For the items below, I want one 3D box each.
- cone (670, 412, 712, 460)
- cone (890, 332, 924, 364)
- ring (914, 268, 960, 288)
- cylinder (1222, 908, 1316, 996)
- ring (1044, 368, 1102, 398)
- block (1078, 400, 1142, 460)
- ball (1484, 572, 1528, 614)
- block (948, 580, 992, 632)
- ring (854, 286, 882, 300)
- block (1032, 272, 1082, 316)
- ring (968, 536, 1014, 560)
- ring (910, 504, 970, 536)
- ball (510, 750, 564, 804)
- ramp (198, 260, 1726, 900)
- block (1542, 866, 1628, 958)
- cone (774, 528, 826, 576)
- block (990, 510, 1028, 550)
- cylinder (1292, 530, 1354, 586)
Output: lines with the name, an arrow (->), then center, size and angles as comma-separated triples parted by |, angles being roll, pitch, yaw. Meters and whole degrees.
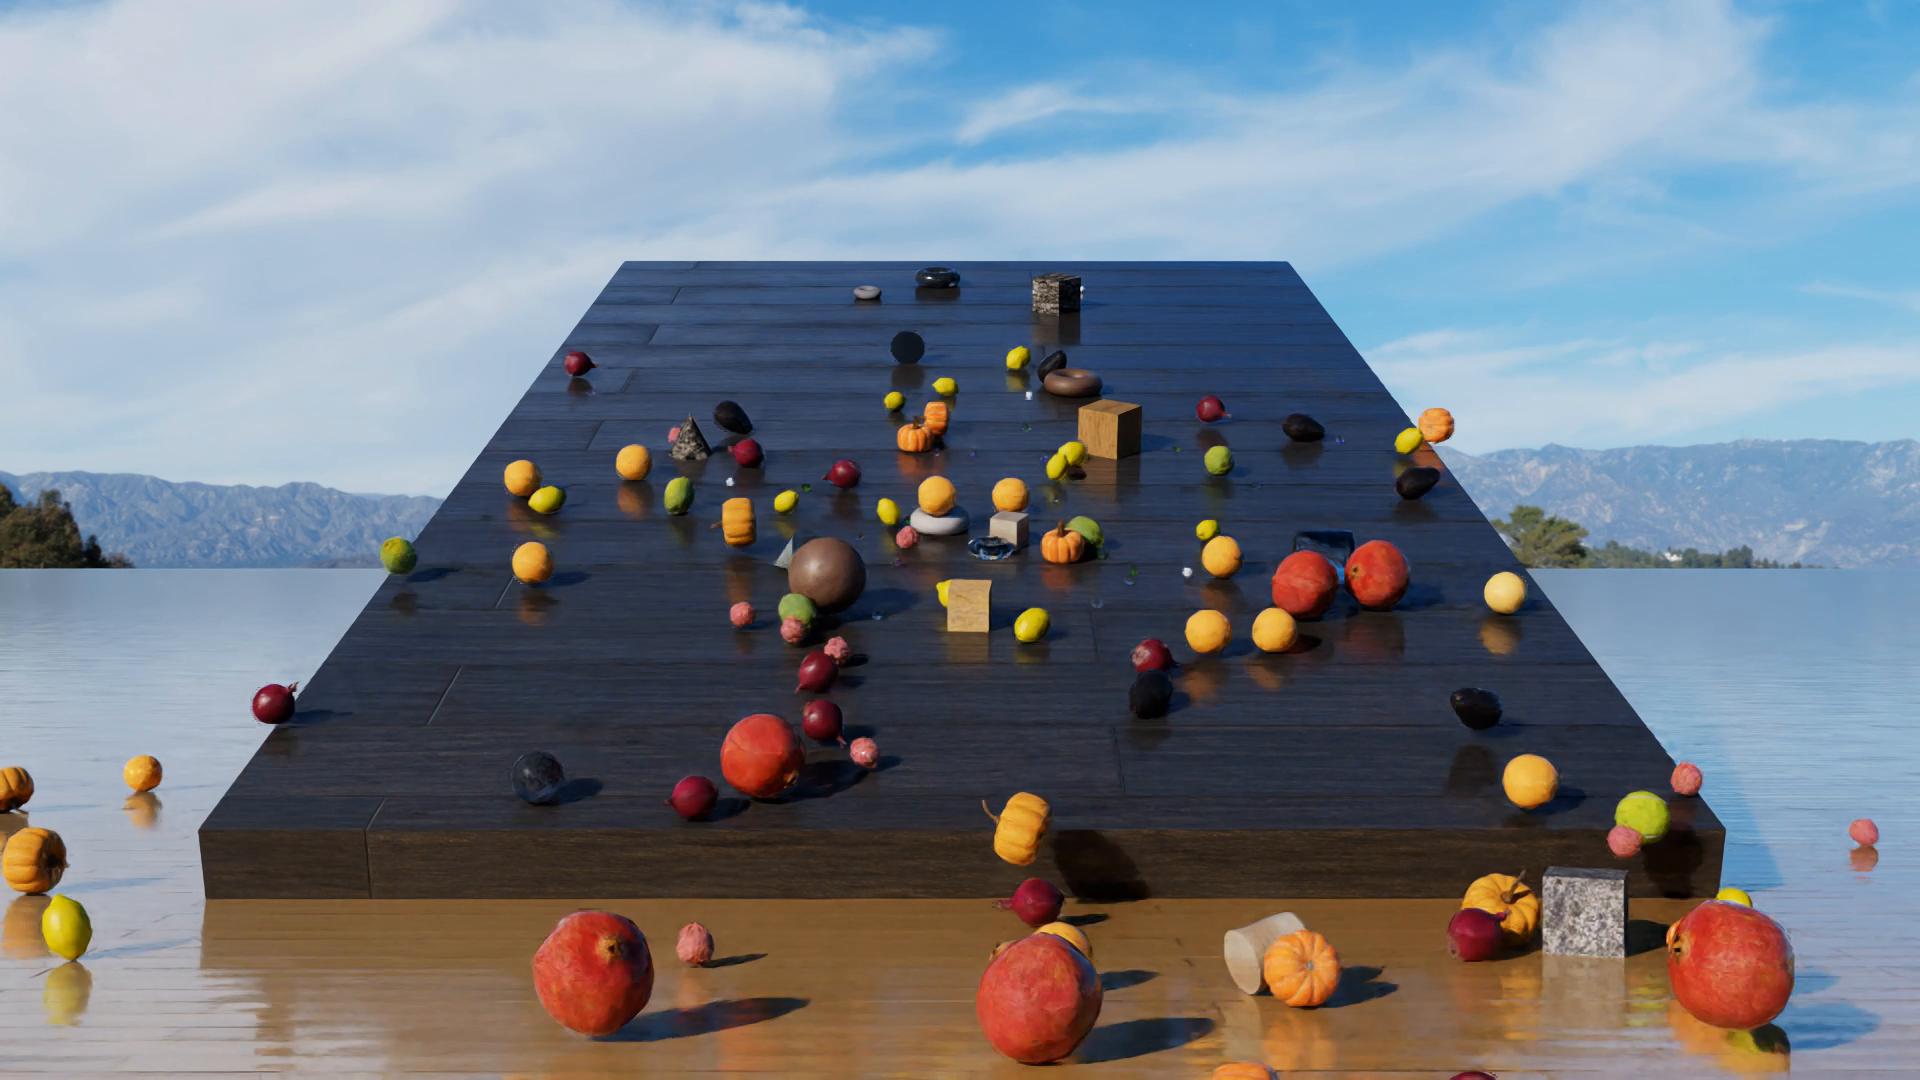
cone -> -0.562, -0.223, 4.651 | 0.090, 0.090, 0.090 | 0, 18, 0
cone -> -0.135, -0.463, 5.491 | 0.083, 0.083, 0.083 | 0, -9, -10
ring -> -0.064, -0.749, 6.376 | 0.131, 0.044, 0.131 | 1, 18, 0
cylinder -> 0.320, 0.426, 2.311 | 0.068, 0.068, 0.068 | -22, 10, -27
ring -> 0.262, -0.364, 5.169 | 0.137, 0.046, 0.137 | 1, 18, 0
block -> 0.314, -0.233, 4.676 | 0.096, 0.096, 0.096 | 12, 22, 34
ball -> 0.909, 0.088, 3.720 | 0.070, 0.070, 0.070 | 0, -1, 0
block -> 0.016, 0.107, 3.660 | 0.067, 0.067, 0.067 | 2, 18, 5
ring -> -0.257, -0.687, 6.207 | 0.078, 0.026, 0.078 | 1, 21, -1
block -> 0.261, -0.665, 6.031 | 0.092, 0.092, 0.092 | 16, 23, 40
ring -> 0.056, 0.014, 4.019 | 0.080, 0.027, 0.080 | 1, 17, 0
ring -> -0.037, -0.038, 4.163 | 0.112, 0.037, 0.112 | 0, 19, 0
ball -> -0.567, 0.318, 2.996 | 0.070, 0.070, 0.070 | 0, -1, 0
ramp -> -0.003, -0.183, 4.842 | 2.000, 0.100, 4.000 | 0, 18, 0
block -> 0.718, 0.426, 2.562 | 0.088, 0.088, 0.088 | 0, -1, 20
cone -> -0.297, 0.033, 3.937 | 0.087, 0.087, 0.087 | -21, -13, 35
block -> 0.090, -0.018, 4.073 | 0.054, 0.054, 0.054 | 9, 20, 25
cylinder -> 0.626, 0.030, 3.855 | 0.096, 0.096, 0.096 | 1, -1, 2
